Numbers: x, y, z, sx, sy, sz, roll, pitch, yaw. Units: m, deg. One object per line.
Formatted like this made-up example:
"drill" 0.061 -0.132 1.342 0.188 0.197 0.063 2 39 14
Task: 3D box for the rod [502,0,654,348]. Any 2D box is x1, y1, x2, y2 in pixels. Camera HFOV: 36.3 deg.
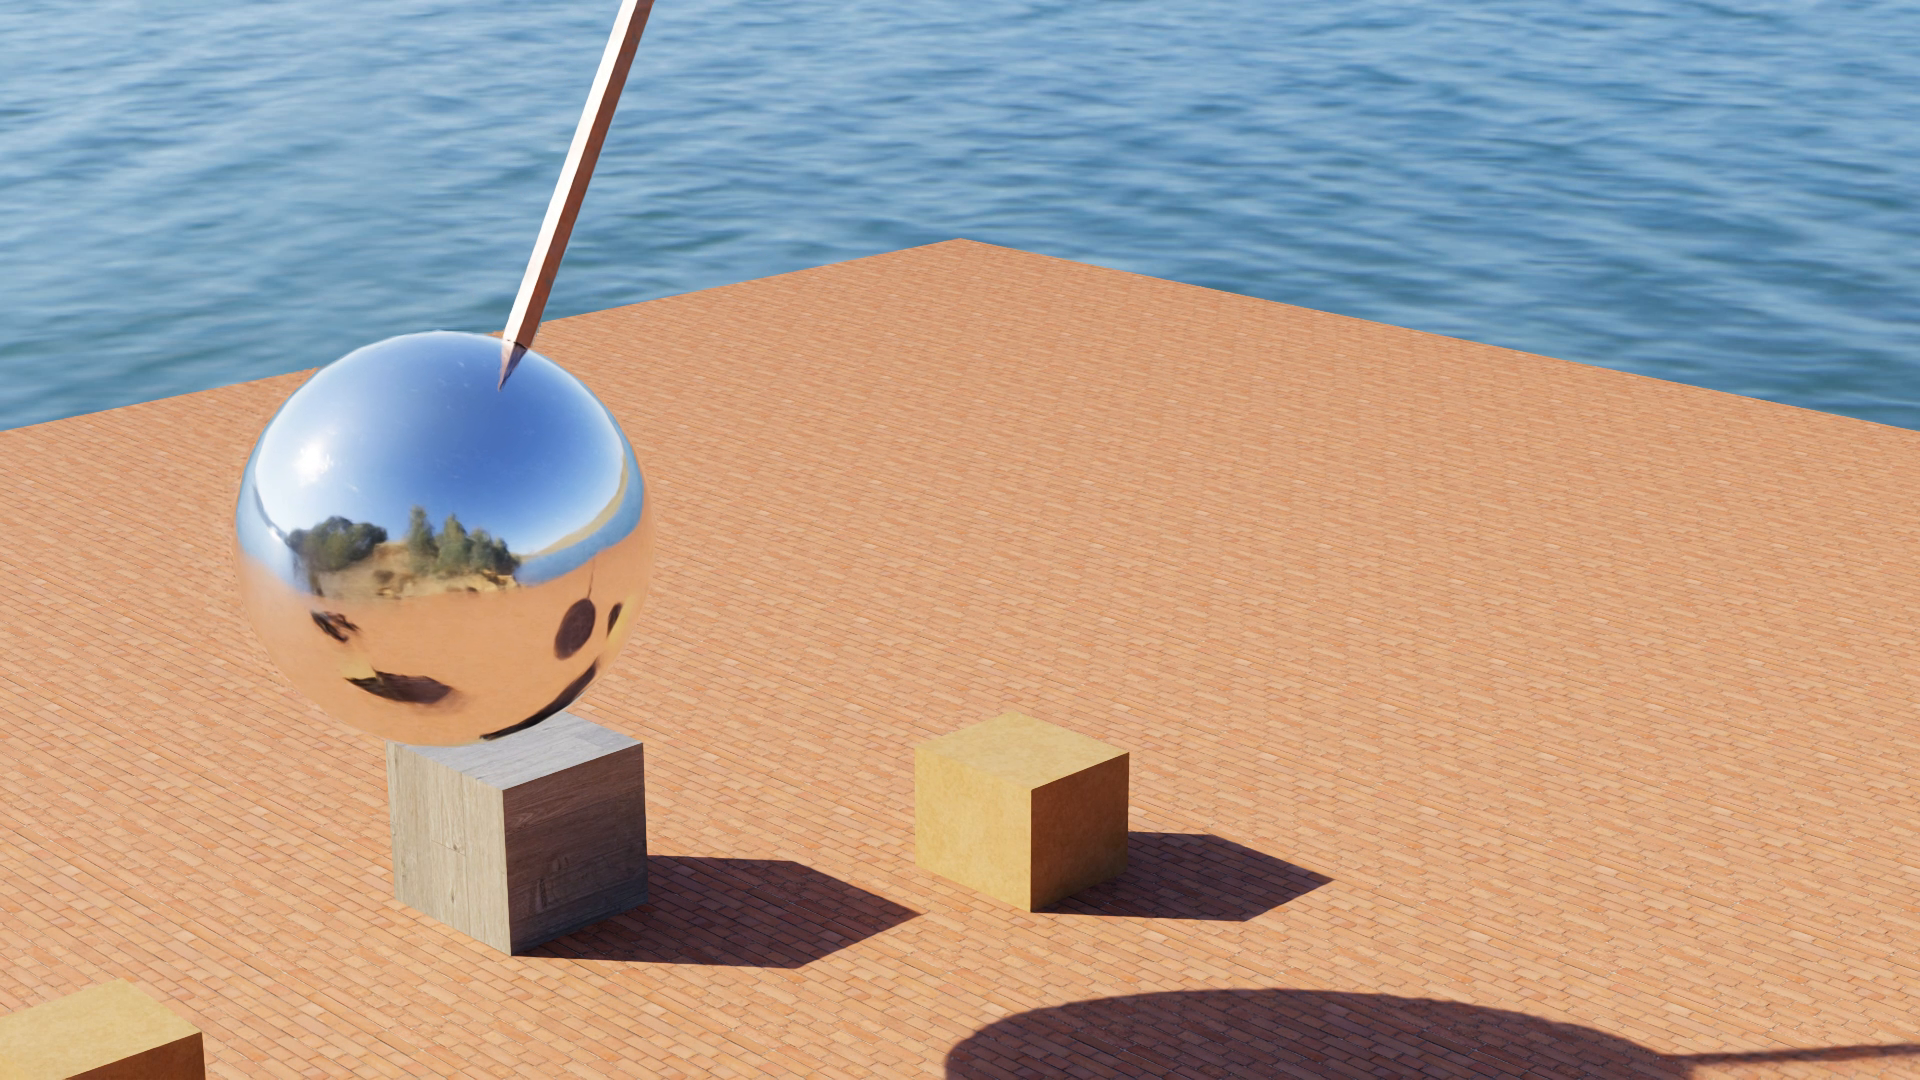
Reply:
"rod" -0.856 -3.212 11.435 0.080 5.200 0.080 17 -4 42

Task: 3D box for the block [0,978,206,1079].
"block" -3.168 2.072 10.704 0.611 0.629 0.600 -16 23 -40

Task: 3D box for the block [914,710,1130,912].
"block" 0.282 1.232 13.439 0.645 0.590 0.738 -17 24 -42

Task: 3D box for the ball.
"ball" -1.975 -0.006 11.270 1.600 1.600 1.600 0 17 0

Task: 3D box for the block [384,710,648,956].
"block" -1.971 1.255 13.067 0.845 0.770 0.775 16 24 42
